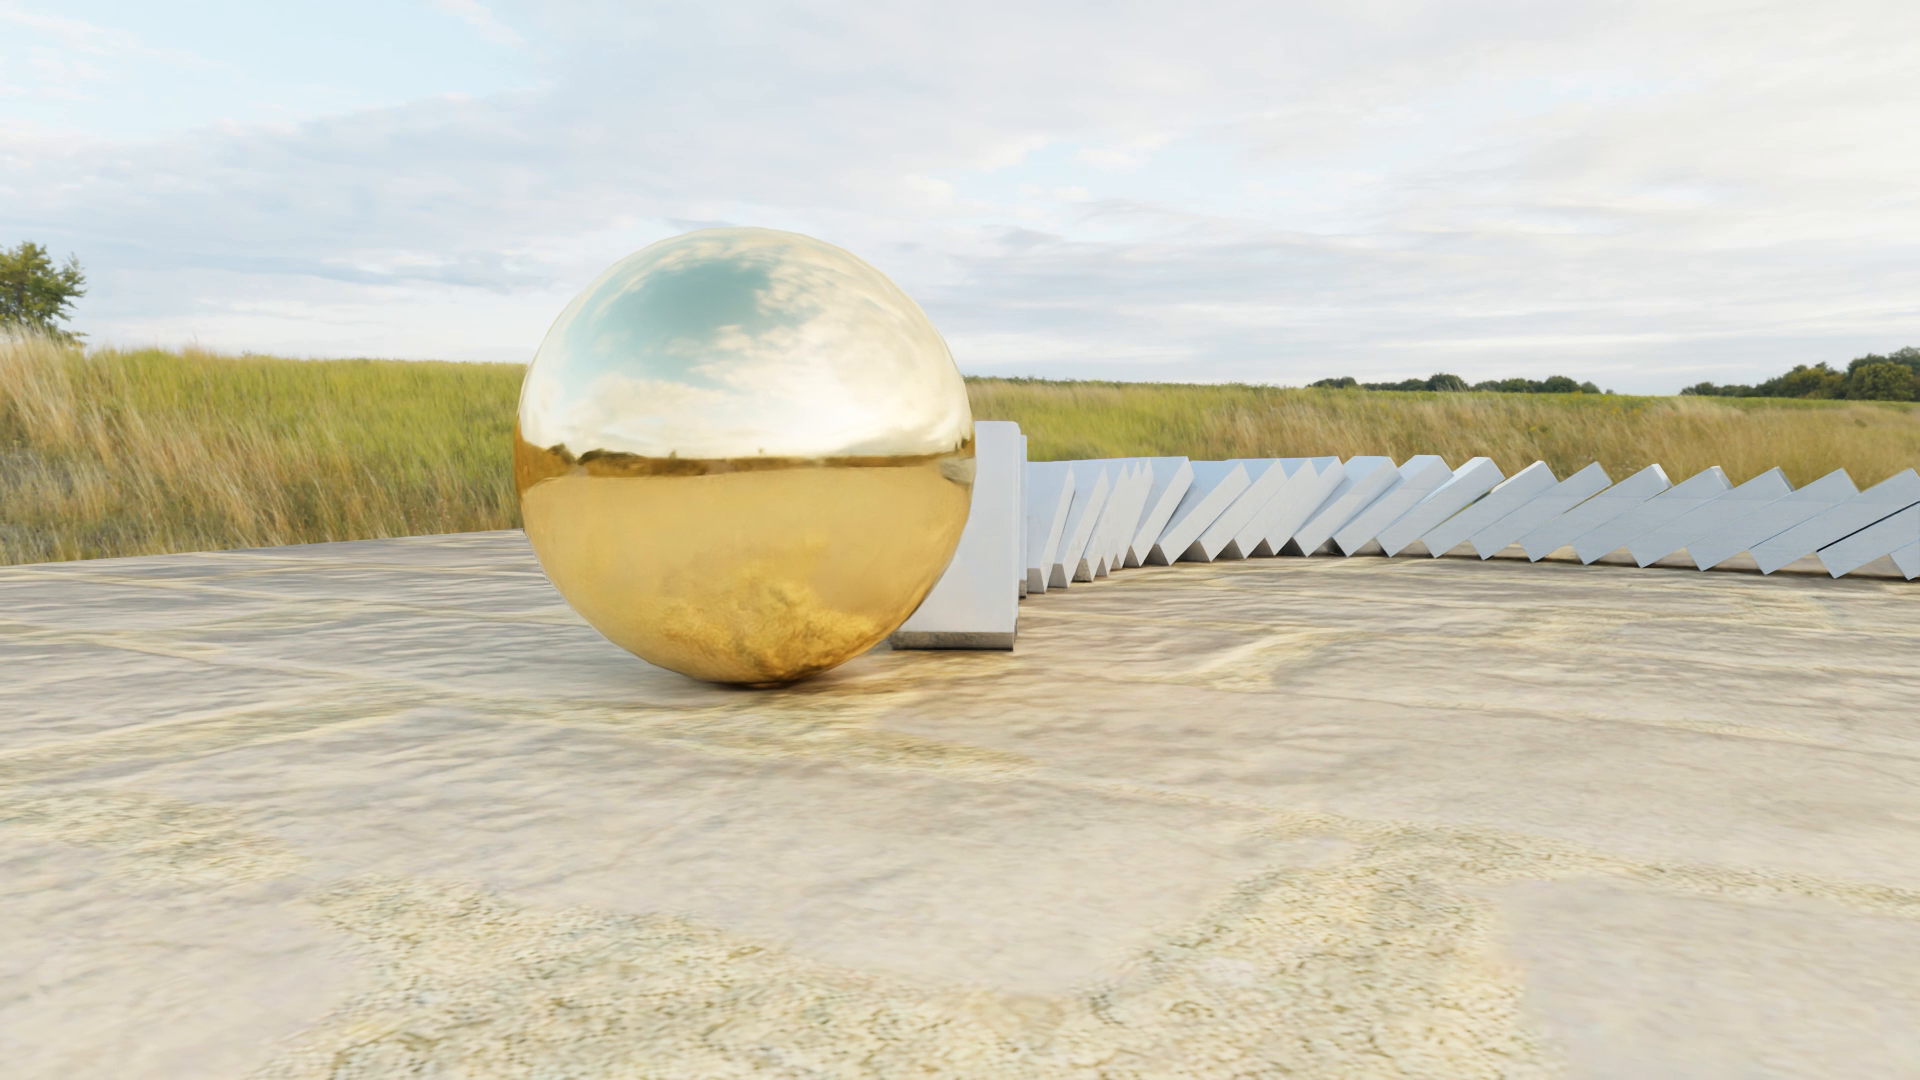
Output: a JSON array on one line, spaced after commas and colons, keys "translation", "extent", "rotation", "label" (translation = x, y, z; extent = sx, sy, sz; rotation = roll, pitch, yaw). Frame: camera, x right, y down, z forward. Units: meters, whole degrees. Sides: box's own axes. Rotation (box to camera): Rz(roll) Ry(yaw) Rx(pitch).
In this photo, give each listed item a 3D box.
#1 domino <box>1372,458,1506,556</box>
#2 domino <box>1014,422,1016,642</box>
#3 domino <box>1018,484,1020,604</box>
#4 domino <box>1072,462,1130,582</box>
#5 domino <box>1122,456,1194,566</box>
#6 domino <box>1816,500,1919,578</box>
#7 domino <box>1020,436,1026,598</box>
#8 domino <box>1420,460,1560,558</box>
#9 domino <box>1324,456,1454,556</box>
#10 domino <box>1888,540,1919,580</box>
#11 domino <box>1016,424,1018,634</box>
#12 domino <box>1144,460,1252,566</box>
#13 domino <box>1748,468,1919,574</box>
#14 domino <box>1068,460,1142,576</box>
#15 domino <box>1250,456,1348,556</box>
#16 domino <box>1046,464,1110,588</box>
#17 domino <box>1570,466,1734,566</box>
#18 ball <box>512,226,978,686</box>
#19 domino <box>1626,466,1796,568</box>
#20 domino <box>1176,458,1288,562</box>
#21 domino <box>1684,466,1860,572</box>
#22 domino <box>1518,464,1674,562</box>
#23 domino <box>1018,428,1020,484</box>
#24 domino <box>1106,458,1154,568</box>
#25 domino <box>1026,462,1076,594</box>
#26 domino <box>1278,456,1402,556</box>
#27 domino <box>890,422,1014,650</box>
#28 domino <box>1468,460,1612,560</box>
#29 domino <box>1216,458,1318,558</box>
[{"translation": [0.180, -0.013, 0.489], "extent": [0.050, 0.009, 0.025], "rotation": [-36, -2, 10], "label": "domino"}, {"translation": [0.000, -0.002, 0.283], "extent": [0.025, 0.050, 0.009], "rotation": [0, -28, 2], "label": "domino"}, {"translation": [0.004, -0.007, 0.351], "extent": [0.025, 0.050, 0.009], "rotation": [0, -30, 3], "label": "domino"}, {"translation": [0.036, -0.007, 0.414], "extent": [0.025, 0.009, 0.050], "rotation": [2, 40, 24], "label": "domino"}, {"translation": [0.062, -0.011, 0.459], "extent": [0.025, 0.010, 0.050], "rotation": [2, 41, 38], "label": "domino"}, {"translation": [0.298, -0.005, 0.403], "extent": [0.050, 0.010, 0.025], "rotation": [-36, -16, 31], "label": "domino"}, {"translation": [0.006, -0.007, 0.364], "extent": [0.025, 0.050, 0.009], "rotation": [0, -34, 3], "label": "domino"}, {"translation": [0.197, -0.012, 0.480], "extent": [0.050, 0.009, 0.025], "rotation": [-35, -8, 19], "label": "domino"}, {"translation": [0.163, -0.013, 0.494], "extent": [0.050, 0.010, 0.025], "rotation": [-38, 4, 2], "label": "domino"}, {"translation": [0.313, -0.005, 0.393], "extent": [0.050, 0.009, 0.025], "rotation": [-36, -15, 29], "label": "domino"}, {"translation": [0.001, -0.003, 0.294], "extent": [0.025, 0.050, 0.009], "rotation": [0, -28, 3], "label": "domino"}, {"translation": [0.081, -0.011, 0.467], "extent": [0.050, 0.009, 0.025], "rotation": [-42, 26, -26], "label": "domino"}, {"translation": [0.283, -0.006, 0.414], "extent": [0.050, 0.010, 0.025], "rotation": [-36, -17, 32], "label": "domino"}, {"translation": [0.043, -0.008, 0.429], "extent": [0.025, 0.010, 0.050], "rotation": [1, 40, 24], "label": "domino"}, {"translation": [0.125, -0.013, 0.496], "extent": [0.050, 0.010, 0.025], "rotation": [-42, 22, -25], "label": "domino"}, {"translation": [0.028, -0.005, 0.398], "extent": [0.025, 0.009, 0.050], "rotation": [2, 39, 23], "label": "domino"}, {"translation": [0.241, -0.008, 0.447], "extent": [0.050, 0.009, 0.025], "rotation": [-36, -17, 32], "label": "domino"}, {"translation": [-0.037, -0.015, 0.227], "extent": [0.080, 0.080, 0.080], "rotation": [0, 4, 0], "label": "ball"}, {"translation": [0.255, -0.008, 0.436], "extent": [0.050, 0.010, 0.025], "rotation": [-36, -17, 32], "label": "domino"}, {"translation": [0.096, -0.012, 0.476], "extent": [0.050, 0.009, 0.025], "rotation": [-43, 25, -26], "label": "domino"}, {"translation": [0.269, -0.007, 0.425], "extent": [0.050, 0.010, 0.025], "rotation": [-36, -17, 32], "label": "domino"}, {"translation": [0.227, -0.010, 0.459], "extent": [0.050, 0.009, 0.025], "rotation": [-36, -16, 30], "label": "domino"}, {"translation": [0.003, -0.006, 0.340], "extent": [0.025, 0.050, 0.009], "rotation": [0, -29, 3], "label": "domino"}, {"translation": [0.049, -0.010, 0.446], "extent": [0.025, 0.010, 0.050], "rotation": [-1, 39, 26], "label": "domino"}, {"translation": [0.017, -0.005, 0.383], "extent": [0.025, 0.010, 0.050], "rotation": [1, 40, 17], "label": "domino"}, {"translation": [0.144, -0.013, 0.497], "extent": [0.050, 0.009, 0.025], "rotation": [-38, 12, -9], "label": "domino"}, {"translation": [-0.001, -0.002, 0.272], "extent": [0.025, 0.050, 0.009], "rotation": [0, -28, 2], "label": "domino"}, {"translation": [0.213, -0.011, 0.470], "extent": [0.050, 0.009, 0.025], "rotation": [-37, -13, 25], "label": "domino"}, {"translation": [0.111, -0.012, 0.485], "extent": [0.050, 0.010, 0.025], "rotation": [-43, 24, -26], "label": "domino"}]
